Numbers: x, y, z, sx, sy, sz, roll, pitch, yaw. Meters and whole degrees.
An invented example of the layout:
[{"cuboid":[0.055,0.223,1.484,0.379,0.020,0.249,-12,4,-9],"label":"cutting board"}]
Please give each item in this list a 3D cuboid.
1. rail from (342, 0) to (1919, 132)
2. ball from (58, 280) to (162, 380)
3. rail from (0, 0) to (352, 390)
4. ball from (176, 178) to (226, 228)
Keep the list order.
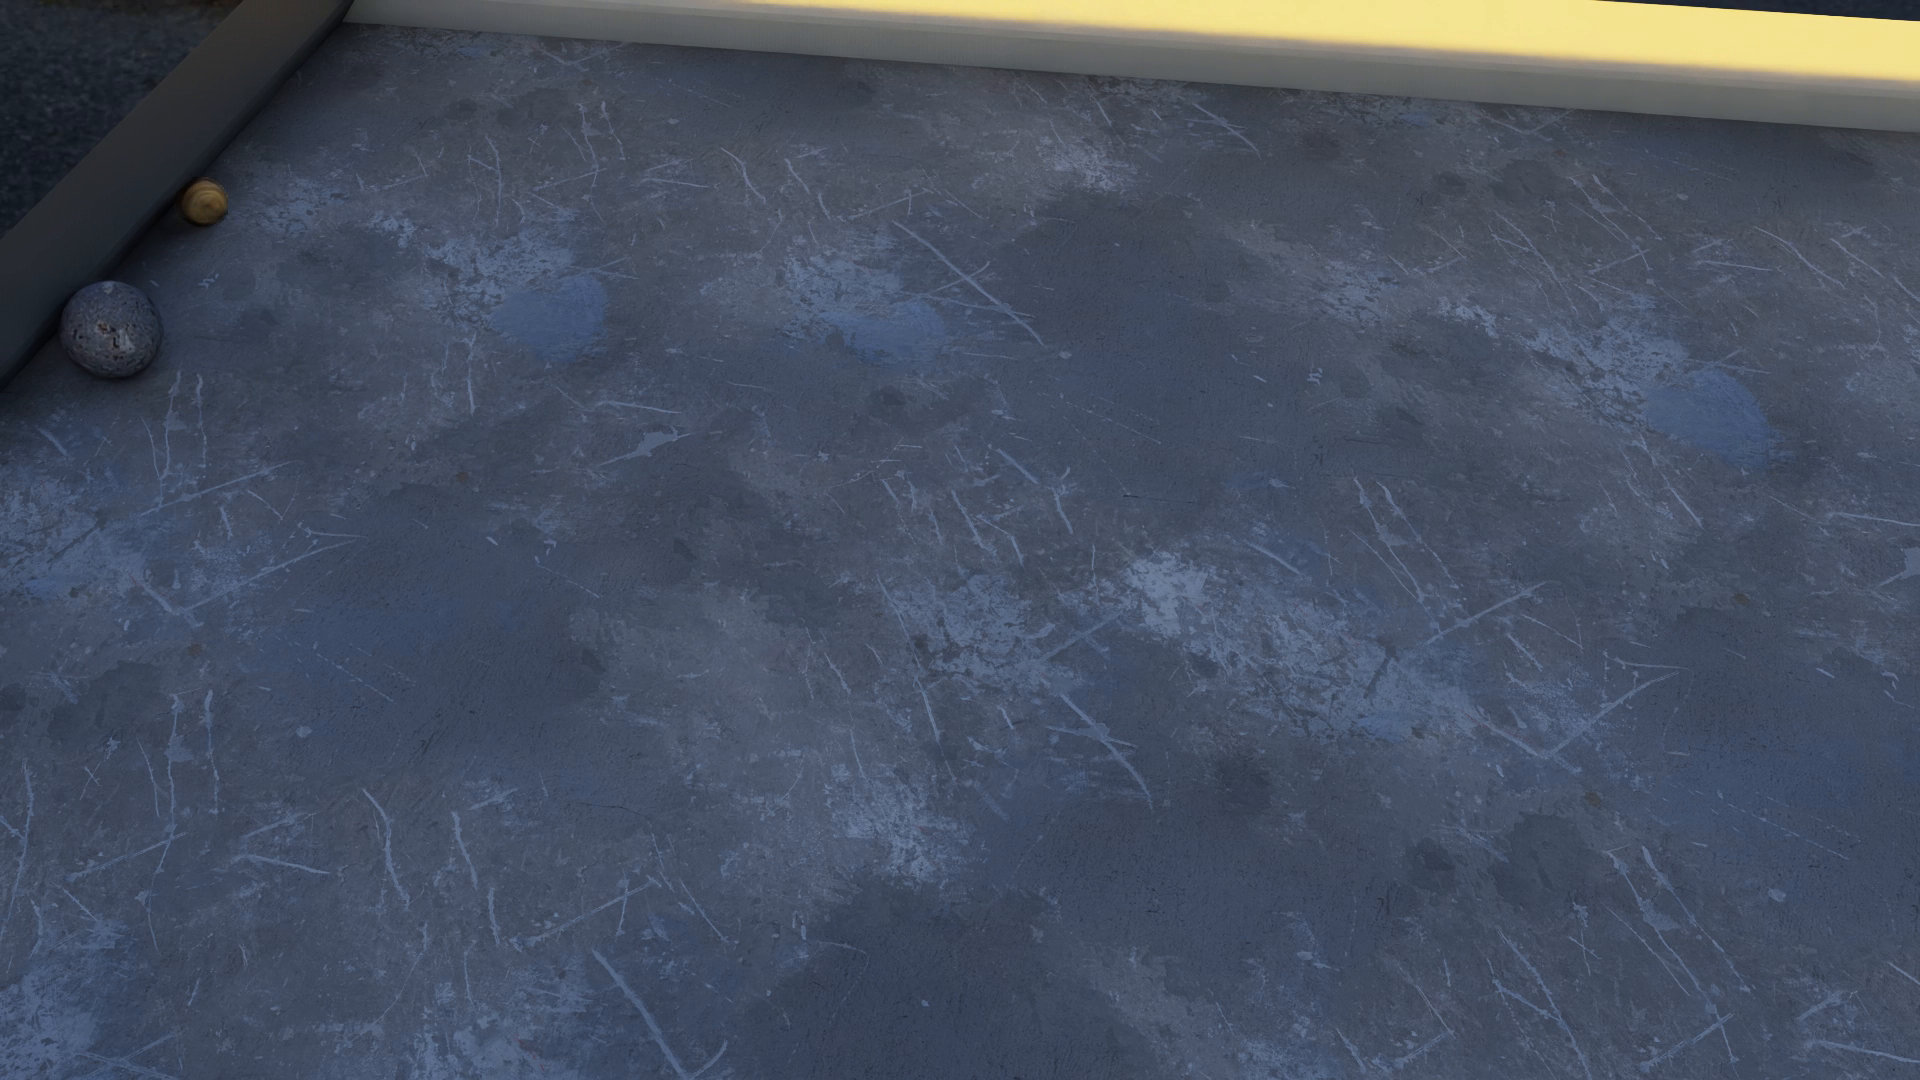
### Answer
[{"cuboid":[0.985,-0.444,2.529,3.386,0.116,0.045,6,35,8],"label":"rail"},{"cuboid":[-0.718,-0.178,2.172,0.084,0.084,0.084,0,35,0],"label":"ball"},{"cuboid":[-0.811,-0.100,2.029,0.045,0.116,1.847,6,35,8],"label":"rail"},{"cuboid":[-0.712,-0.316,2.407,0.045,0.045,0.045,0,35,0],"label":"ball"}]
